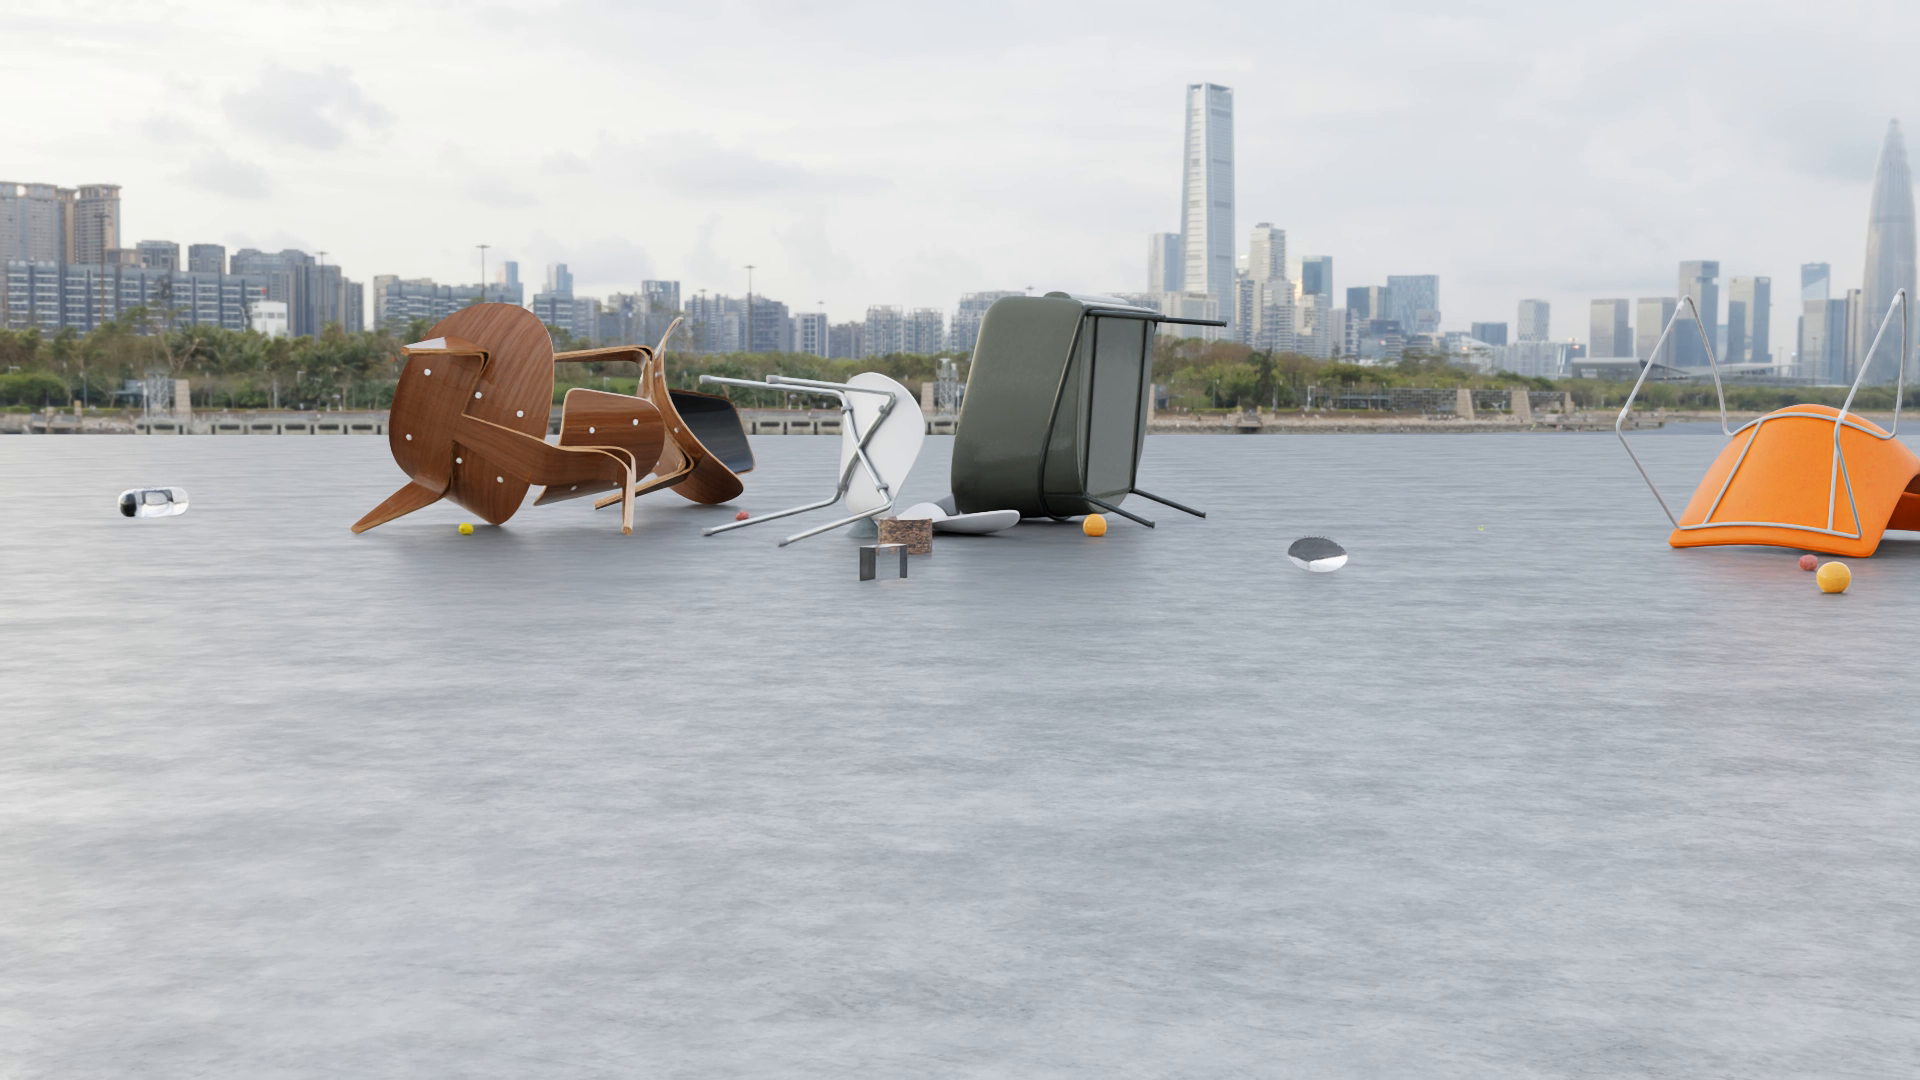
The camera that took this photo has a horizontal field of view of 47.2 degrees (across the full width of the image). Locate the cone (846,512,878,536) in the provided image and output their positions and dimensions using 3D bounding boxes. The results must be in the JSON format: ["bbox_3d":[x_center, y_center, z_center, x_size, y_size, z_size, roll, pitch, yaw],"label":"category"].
[{"bbox_3d":[-0.289,-0.050,6.722,0.129,0.075,0.068,0,4,3],"label":"cone"}]

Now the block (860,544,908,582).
[{"bbox_3d":[-0.180,0.053,5.180,0.055,0.081,0.125,2,5,30],"label":"block"}]

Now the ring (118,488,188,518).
[{"bbox_3d":[-2.859,-0.134,7.796,0.186,0.097,0.281,0,4,24],"label":"ring"}]

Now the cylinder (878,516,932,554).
[{"bbox_3d":[-0.151,-0.014,6.055,0.148,0.094,0.186,1,4,11],"label":"cylinder"}]

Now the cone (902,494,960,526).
[{"bbox_3d":[-0.138,-0.076,7.274,0.264,0.104,0.124,-11,24,5],"label":"cone"}]
